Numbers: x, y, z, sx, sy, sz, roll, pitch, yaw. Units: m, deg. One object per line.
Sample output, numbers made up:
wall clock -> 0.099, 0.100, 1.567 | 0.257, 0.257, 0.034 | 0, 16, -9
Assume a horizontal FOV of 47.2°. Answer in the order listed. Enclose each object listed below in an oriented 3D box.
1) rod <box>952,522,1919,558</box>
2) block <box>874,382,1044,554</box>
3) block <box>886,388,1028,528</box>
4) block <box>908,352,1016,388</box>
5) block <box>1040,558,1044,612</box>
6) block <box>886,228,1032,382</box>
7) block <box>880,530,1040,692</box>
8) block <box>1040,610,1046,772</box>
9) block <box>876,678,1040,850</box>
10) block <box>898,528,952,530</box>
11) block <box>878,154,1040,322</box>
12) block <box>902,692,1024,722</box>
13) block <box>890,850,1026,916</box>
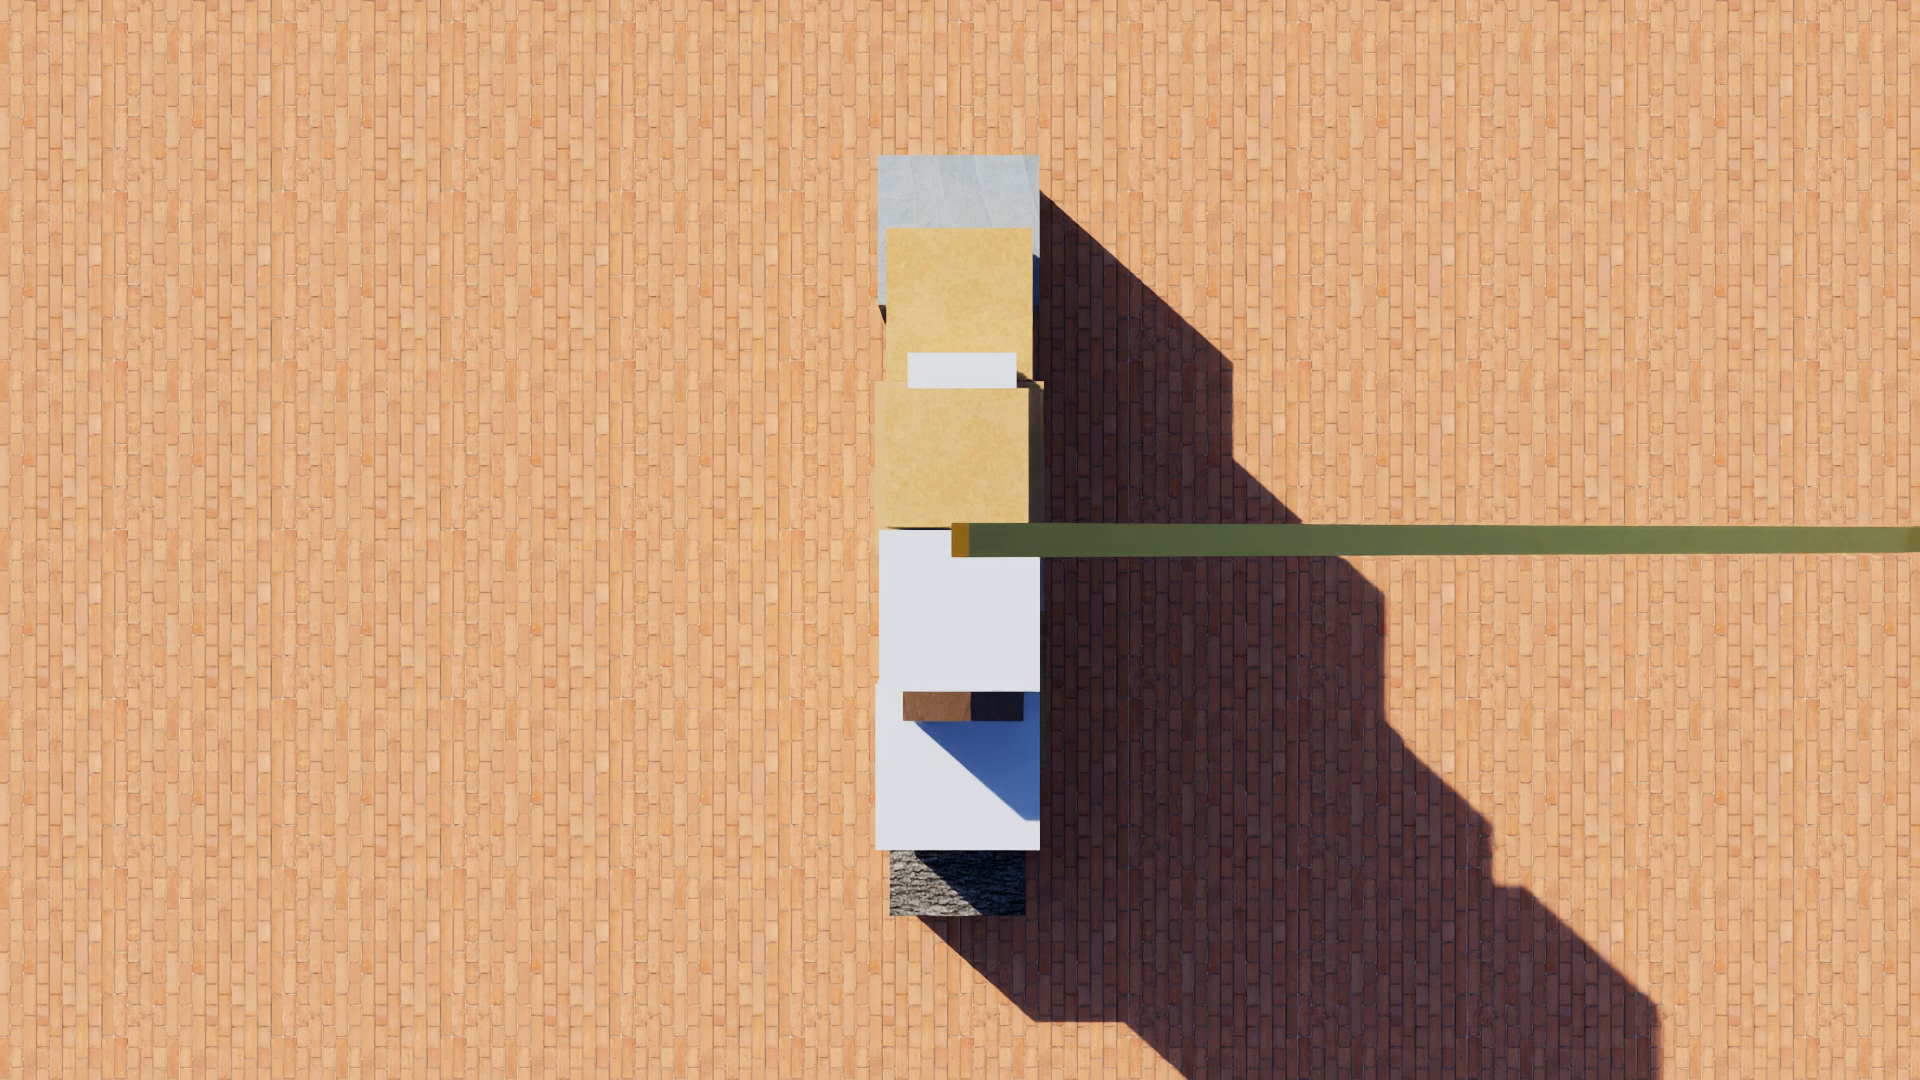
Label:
rod -> 2.234, 0.000, 6.399 | 5.200, 0.080, 0.080 | 0, 90, -31
block -> -0.004, -0.368, 11.581 | 0.858, 0.819, 0.875 | 0, 90, 0
block -> -0.014, -0.366, 10.144 | 0.639, 0.682, 0.620 | 0, 90, 0
block -> 0.010, -0.631, 10.885 | 0.524, 0.573, 0.543 | 0, 90, 0
block -> 0.017, -0.074, 12.495 | 0.889, 1.010, 0.926 | 0, 90, 0
block -> -0.002, -1.203, 11.614 | 0.743, 0.809, 0.783 | 0, 91, 0
block -> -0.002, 0.315, 10.133 | 0.716, 0.704, 0.716 | 0, 90, 0
block -> 0.018, 0.838, 12.576 | 0.920, 0.848, 0.878 | 0, 90, 0
block -> -0.012, 1.173, 11.746 | 0.847, 0.811, 0.853 | 0, 90, 0
block -> 0.014, -0.015, 10.828 | 0.624, 0.687, 0.669 | 0, 90, 0
block -> -0.007, -1.695, 12.509 | 0.884, 0.982, 0.818 | 0, 90, 0
block -> 0.015, 0.611, 11.087 | 0.595, 0.512, 0.572 | 0, 89, 0
block -> -0.013, 1.696, 12.652 | 0.763, 0.697, 0.817 | 0, 90, 0
